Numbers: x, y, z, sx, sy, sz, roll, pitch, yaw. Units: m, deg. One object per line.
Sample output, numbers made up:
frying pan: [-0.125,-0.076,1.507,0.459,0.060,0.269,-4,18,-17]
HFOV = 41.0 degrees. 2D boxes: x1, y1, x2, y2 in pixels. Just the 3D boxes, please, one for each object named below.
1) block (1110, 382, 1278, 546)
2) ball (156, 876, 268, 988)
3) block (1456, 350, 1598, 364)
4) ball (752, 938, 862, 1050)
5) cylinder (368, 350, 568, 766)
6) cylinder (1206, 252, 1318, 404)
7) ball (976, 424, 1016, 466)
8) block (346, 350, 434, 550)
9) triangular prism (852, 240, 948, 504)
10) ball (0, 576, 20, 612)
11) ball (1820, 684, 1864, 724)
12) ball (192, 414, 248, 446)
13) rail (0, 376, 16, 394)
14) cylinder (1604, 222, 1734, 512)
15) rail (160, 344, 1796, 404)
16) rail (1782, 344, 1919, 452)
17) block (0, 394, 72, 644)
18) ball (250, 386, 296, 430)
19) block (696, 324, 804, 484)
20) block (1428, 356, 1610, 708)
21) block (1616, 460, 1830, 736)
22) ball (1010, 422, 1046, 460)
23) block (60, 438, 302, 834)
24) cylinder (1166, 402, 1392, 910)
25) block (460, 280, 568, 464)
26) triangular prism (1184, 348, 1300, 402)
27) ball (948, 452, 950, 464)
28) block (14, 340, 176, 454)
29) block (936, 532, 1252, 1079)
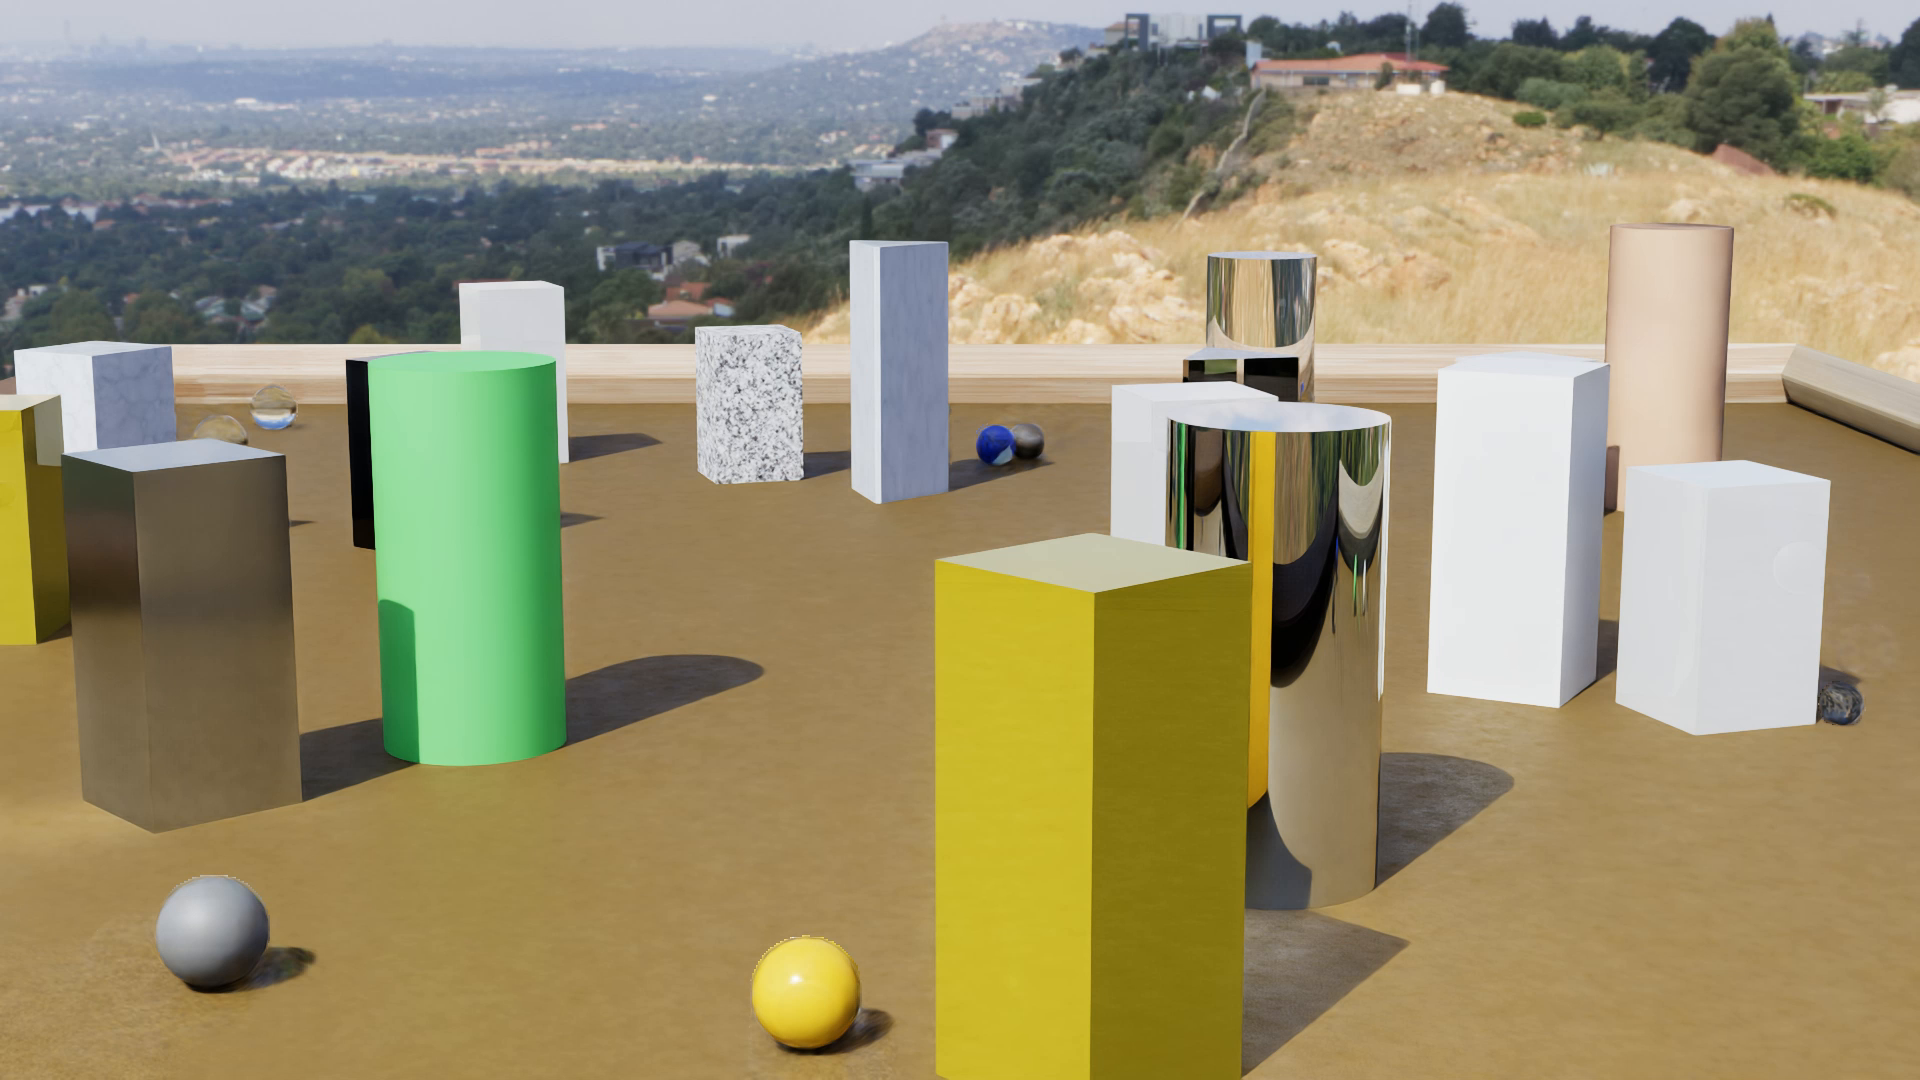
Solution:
block: [0.285,-0.017,3.156,0.157,0.335,0.157,-3,11,-15]
ball: [-0.598,0.313,2.051,0.087,0.087,0.087,0,11,0]
block: [0.904,-0.160,4.119,0.157,0.265,0.157,-8,13,-35]
ball: [-0.115,0.340,1.922,0.082,0.082,0.082,0,11,0]
cylinder: [-0.528,0.015,2.759,0.196,0.416,0.196,0,11,0]
cylinder: [0.541,-0.318,4.625,0.196,0.390,0.196,0,11,0]
ball: [0.066,-0.174,4.716,0.075,0.075,0.075,0,11,0]
block: [-0.819,-0.134,3.917,0.157,0.288,0.157,8,13,36]
triangular prism: [-0.132,-0.293,4.384,0.147,0.429,0.170,10,14,43]
ball: [-1.289,0.074,3.450,0.049,0.049,0.049,0,11,0]
ball: [0.985,0.183,2.866,0.046,0.046,0.046,0,11,0]
ball: [-1.351,-0.180,4.684,0.098,0.098,0.098,0,11,0]
rail: [-1.809,0.035,3.439,0.045,0.128,4.332,0,11,0]
cylinder: [1.169,-0.287,4.256,0.196,0.464,0.196,0,11,0]
rail: [-0.012,-0.358,5.555,3.665,0.128,0.045,0,11,0]
rail: [1.809,0.031,3.459,0.045,0.128,4.332,0,11,0]
block: [-1.256,-0.029,3.313,0.157,0.300,0.157,0,11,-1]
ball: [-1.383,-0.266,5.169,0.090,0.090,0.090,0,11,0]
block: [-0.377,-0.245,4.584,0.157,0.262,0.157,-3,11,-18]
block: [0.656,-0.014,3.012,0.157,0.381,0.157,6,12,28]
block: [0.858,0.061,2.894,0.157,0.276,0.157,-4,11,-18]
ball: [0.124,-0.184,4.782,0.070,0.070,0.070,0,11,0]
block: [-0.769,0.089,2.537,0.157,0.351,0.157,-10,14,-42]
cylinder: [0.280,0.098,2.297,0.196,0.421,0.196,0,11,0]
block: [-0.829,-0.310,4.765,0.157,0.325,0.157,-5,11,-23]
triangular prism: [0.379,-0.110,3.697,0.170,0.321,0.147,-3,11,-13]
ball: [-0.039,-0.150,4.667,0.045,0.045,0.045,0,11,0]
block: [-1.289,-0.132,3.843,0.157,0.311,0.157,6,12,27]
block: [0.093,0.203,1.836,0.157,0.383,0.157,-9,14,-42]
